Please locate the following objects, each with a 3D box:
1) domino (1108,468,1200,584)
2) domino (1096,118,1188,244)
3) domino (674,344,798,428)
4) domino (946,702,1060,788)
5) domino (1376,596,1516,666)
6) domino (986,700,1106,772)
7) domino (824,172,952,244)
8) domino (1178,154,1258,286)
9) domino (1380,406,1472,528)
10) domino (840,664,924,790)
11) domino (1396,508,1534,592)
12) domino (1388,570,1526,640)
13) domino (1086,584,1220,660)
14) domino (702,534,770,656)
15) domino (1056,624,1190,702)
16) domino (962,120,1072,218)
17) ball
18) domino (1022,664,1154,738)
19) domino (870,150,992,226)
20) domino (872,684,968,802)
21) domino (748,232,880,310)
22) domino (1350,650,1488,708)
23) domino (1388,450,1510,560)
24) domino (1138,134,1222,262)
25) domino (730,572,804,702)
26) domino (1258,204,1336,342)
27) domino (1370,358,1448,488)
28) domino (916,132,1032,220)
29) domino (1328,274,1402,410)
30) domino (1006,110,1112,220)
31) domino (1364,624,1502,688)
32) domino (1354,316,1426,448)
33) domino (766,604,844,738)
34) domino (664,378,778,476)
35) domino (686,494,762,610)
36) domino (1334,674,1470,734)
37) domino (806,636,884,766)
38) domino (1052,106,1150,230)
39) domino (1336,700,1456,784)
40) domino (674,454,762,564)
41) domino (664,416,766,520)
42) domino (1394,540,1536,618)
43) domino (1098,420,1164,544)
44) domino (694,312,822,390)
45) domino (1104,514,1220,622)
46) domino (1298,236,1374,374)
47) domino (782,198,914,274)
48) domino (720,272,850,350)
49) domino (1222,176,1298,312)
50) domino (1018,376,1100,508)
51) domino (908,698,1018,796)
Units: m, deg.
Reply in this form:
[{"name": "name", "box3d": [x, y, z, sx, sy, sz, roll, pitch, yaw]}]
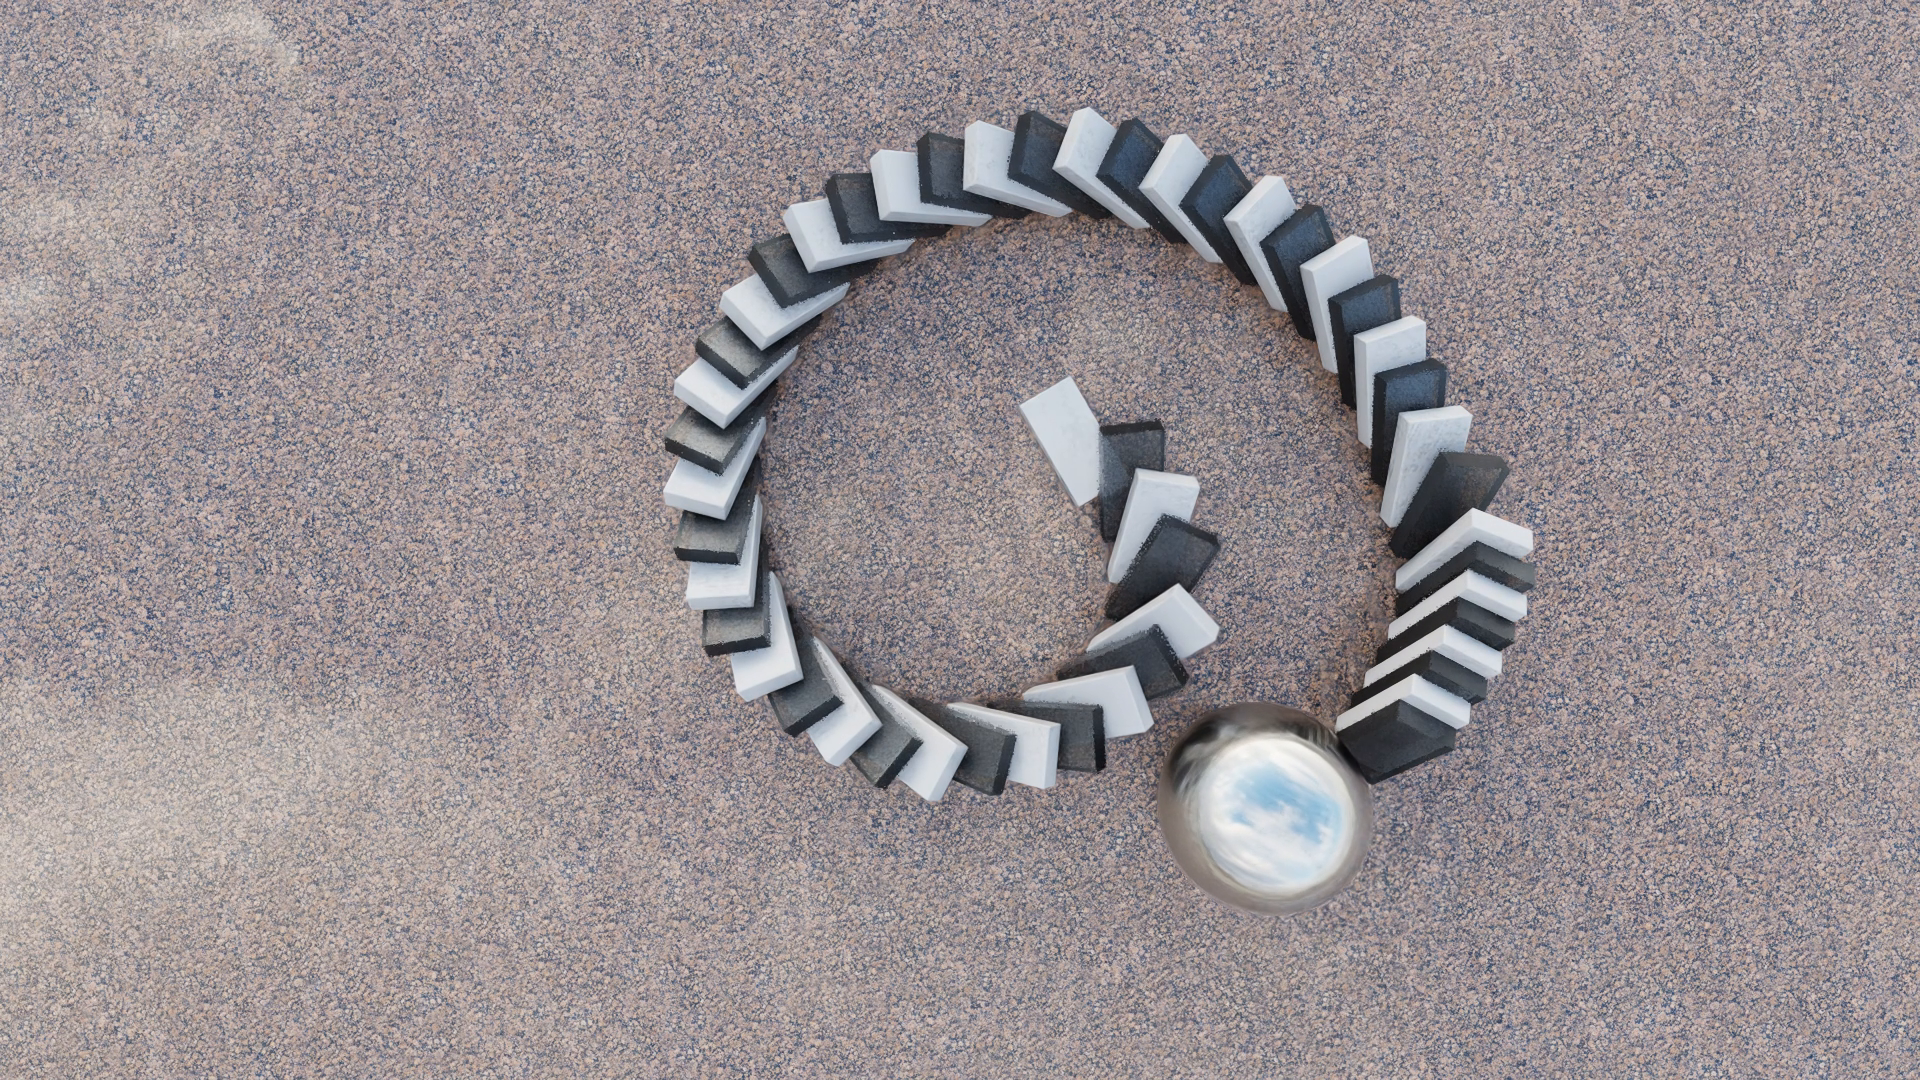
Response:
[{"name": "domino", "box3d": [0.080, -0.004, 0.383, 0.025, 0.009, 0.050, 9, 120, -3]}, {"name": "domino", "box3d": [0.081, -0.149, 0.382, 0.050, 0.010, 0.025, 26, 90, -33]}, {"name": "domino", "box3d": [-0.093, -0.071, 0.382, 0.025, 0.009, 0.050, 35, 56, 0]}, {"name": "domino", "box3d": [0.017, 0.085, 0.382, 0.050, 0.010, 0.025, 5, 90, 34]}, {"name": "domino", "box3d": [0.198, 0.043, 0.377, 0.025, 0.050, 0.010, 25, 56, -1]}, {"name": "domino", "box3d": [0.035, 0.081, 0.382, 0.050, 0.009, 0.025, -3, 91, 35]}, {"name": "domino", "box3d": [-0.029, -0.139, 0.382, 0.050, 0.010, 0.025, -17, 90, -34]}, {"name": "domino", "box3d": [0.115, -0.133, 0.382, 0.050, 0.009, 0.025, 36, 90, -33]}, {"name": "domino", "box3d": [0.194, -0.030, 0.382, 0.025, 0.010, 0.050, -7, 124, 0]}, {"name": "domino", "box3d": [-0.040, 0.077, 0.382, 0.050, 0.010, 0.025, 39, 90, 35]}, {"name": "domino", "box3d": [0.206, 0.009, 0.377, 0.025, 0.050, 0.010, 21, 56, 0]}, {"name": "domino", "box3d": [0.203, 0.033, 0.377, 0.025, 0.050, 0.009, 24, 56, 0]}, {"name": "domino", "box3d": [0.079, 0.041, 0.380, 0.025, 0.009, 0.050, 47, 128, -4]}, {"name": "domino", "box3d": [-0.093, 0.022, 0.382, 0.025, 0.010, 0.050, -9, 56, 0]}, {"name": "domino", "box3d": [0.067, 0.056, 0.381, 0.050, 0.009, 0.025, -30, 92, 37]}, {"name": "domino", "box3d": [0.025, -0.154, 0.382, 0.050, 0.009, 0.025, 2, 90, -33]}, {"name": "ball", "box3d": [0.119, 0.105, 0.360, 0.080, 0.080, 0.080, 0, 90, 0]}, {"name": "domino", "box3d": [0.053, 0.070, 0.381, 0.050, 0.010, 0.025, -19, 90, 36]}, {"name": "domino", "box3d": [-0.011, -0.146, 0.382, 0.050, 0.010, 0.025, -10, 90, -33]}, {"name": "domino", "box3d": [-0.023, 0.084, 0.382, 0.050, 0.010, 0.025, 29, 90, 35]}, {"name": "domino", "box3d": [-0.060, -0.117, 0.382, 0.050, 0.010, 0.025, -34, 90, -34]}, {"name": "domino", "box3d": [0.187, 0.064, 0.377, 0.025, 0.050, 0.010, 28, 56, 0]}, {"name": "domino", "box3d": [0.201, -0.013, 0.379, 0.025, 0.009, 0.050, 5, 132, -4]}, {"name": "domino", "box3d": [0.099, -0.142, 0.382, 0.050, 0.010, 0.025, 32, 90, -33]}, {"name": "domino", "box3d": [-0.083, 0.039, 0.382, 0.025, 0.010, 0.050, -22, 55, 0]}, {"name": "domino", "box3d": [0.146, -0.111, 0.382, 0.025, 0.009, 0.050, -40, 124, 0]}, {"name": "domino", "box3d": [0.187, -0.048, 0.383, 0.025, 0.010, 0.050, -15, 123, 0]}, {"name": "domino", "box3d": [0.007, -0.151, 0.382, 0.050, 0.010, 0.025, -3, 90, -33]}, {"name": "domino", "box3d": [0.171, -0.082, 0.382, 0.025, 0.009, 0.050, -25, 123, 0]}, {"name": "domino", "box3d": [0.044, -0.155, 0.382, 0.050, 0.010, 0.025, 11, 90, -34]}, {"name": "domino", "box3d": [0.193, 0.054, 0.377, 0.025, 0.050, 0.009, 28, 56, 0]}, {"name": "domino", "box3d": [0.180, -0.065, 0.383, 0.025, 0.009, 0.050, -19, 123, 0]}, {"name": "domino", "box3d": [-0.070, 0.054, 0.382, 0.025, 0.010, 0.050, -34, 56, 0]}, {"name": "domino", "box3d": [-0.099, -0.053, 0.382, 0.025, 0.010, 0.050, 24, 56, 0]}, {"name": "domino", "box3d": [-0.098, 0.005, 0.382, 0.025, 0.009, 0.050, -3, 56, 0]}, {"name": "domino", "box3d": [0.181, 0.074, 0.377, 0.025, 0.050, 0.009, 28, 56, 0]}, {"name": "domino", "box3d": [-0.056, 0.066, 0.382, 0.025, 0.010, 0.050, -43, 56, 0]}, {"name": "domino", "box3d": [0.064, -0.154, 0.382, 0.050, 0.009, 0.025, 21, 90, -33]}, {"name": "domino", "box3d": [0.175, 0.084, 0.377, 0.025, 0.050, 0.009, 28, 56, 0]}, {"name": "domino", "box3d": [-0.100, -0.014, 0.382, 0.025, 0.010, 0.050, 4, 56, 0]}, {"name": "domino", "box3d": [-0.101, -0.034, 0.382, 0.025, 0.009, 0.050, 15, 56, 0]}, {"name": "domino", "box3d": [0.206, 0.022, 0.377, 0.025, 0.050, 0.009, 24, 56, 0]}, {"name": "domino", "box3d": [0.072, -0.024, 0.383, 0.025, 0.010, 0.050, -6, 121, 0]}, {"name": "domino", "box3d": [-0.083, -0.087, 0.382, 0.025, 0.009, 0.050, 39, 56, 0]}, {"name": "domino", "box3d": [0.084, 0.016, 0.383, 0.025, 0.009, 0.050, 23, 118, -8]}, {"name": "domino", "box3d": [0.160, -0.097, 0.382, 0.025, 0.010, 0.050, -30, 123, 0]}, {"name": "domino", "box3d": [-0.046, -0.130, 0.382, 0.050, 0.009, 0.025, -25, 90, -34]}, {"name": "domino", "box3d": [-0.072, -0.102, 0.382, 0.025, 0.009, 0.050, 46, 57, 0]}, {"name": "domino", "box3d": [0.132, -0.123, 0.382, 0.025, 0.009, 0.050, -45, 123, 0]}, {"name": "domino", "box3d": [0.049, -0.042, 0.395, 0.025, 0.010, 0.050, -31, 90, 0]}, {"name": "domino", "box3d": [-0.002, 0.085, 0.382, 0.050, 0.010, 0.025, 14, 90, 34]}]
